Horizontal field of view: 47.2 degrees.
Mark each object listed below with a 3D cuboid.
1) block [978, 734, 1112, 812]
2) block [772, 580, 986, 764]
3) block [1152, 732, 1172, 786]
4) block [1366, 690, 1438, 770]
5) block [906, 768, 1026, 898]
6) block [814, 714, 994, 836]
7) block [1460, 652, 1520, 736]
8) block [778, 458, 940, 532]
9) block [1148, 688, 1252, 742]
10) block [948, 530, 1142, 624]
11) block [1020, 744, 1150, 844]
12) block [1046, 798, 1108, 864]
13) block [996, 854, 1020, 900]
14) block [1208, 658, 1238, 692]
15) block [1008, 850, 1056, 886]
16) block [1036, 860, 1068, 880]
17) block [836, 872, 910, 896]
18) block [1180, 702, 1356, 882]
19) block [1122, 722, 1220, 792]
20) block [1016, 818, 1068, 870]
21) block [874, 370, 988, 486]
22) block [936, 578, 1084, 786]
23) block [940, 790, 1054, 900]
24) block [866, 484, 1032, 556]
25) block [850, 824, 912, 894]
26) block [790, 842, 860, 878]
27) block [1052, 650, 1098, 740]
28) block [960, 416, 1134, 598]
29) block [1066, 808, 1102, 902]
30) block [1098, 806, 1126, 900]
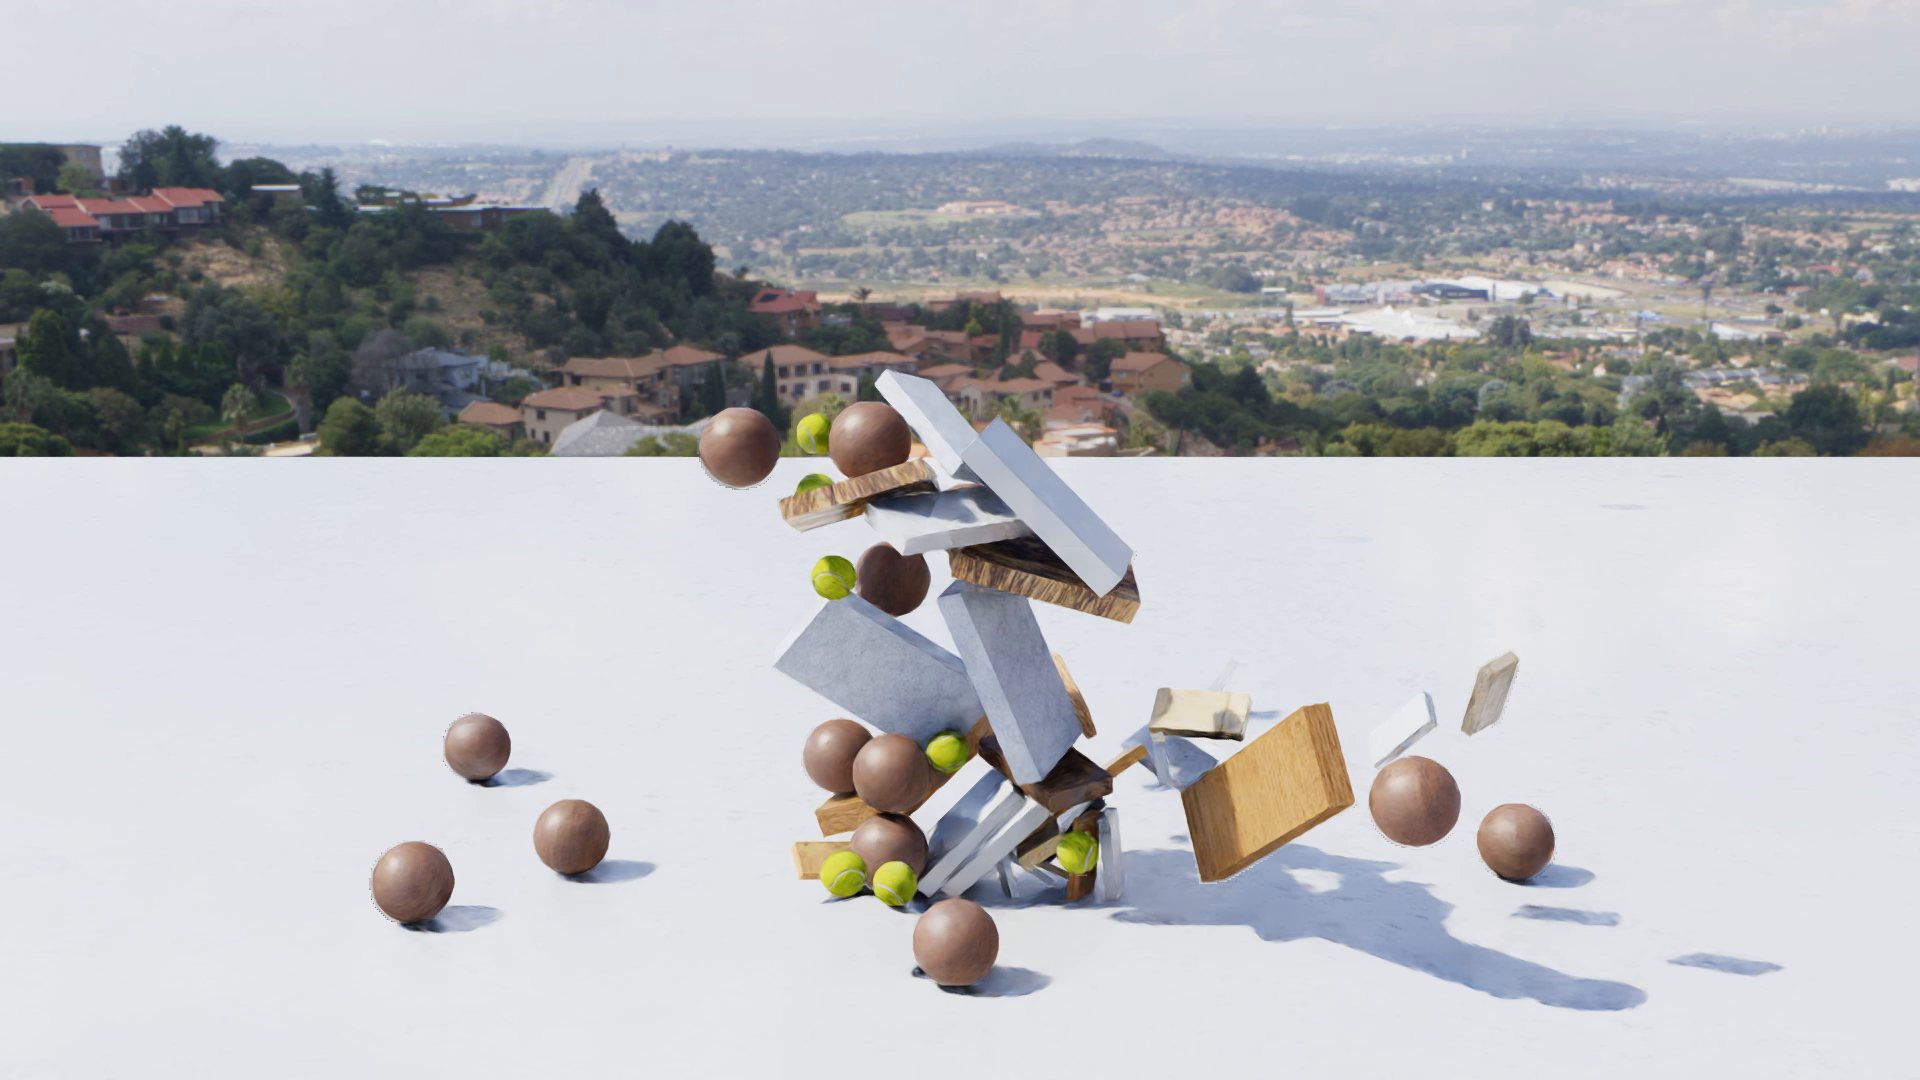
[{"bbox_3d":[0.139,0.371,3.611,0.115,0.033,0.230,-14,25,-26],"label":"block"},{"bbox_3d":[-0.120,0.222,3.631,0.337,0.169,0.048,32,25,-19],"label":"block"},{"bbox_3d":[0.336,0.365,3.665,0.020,0.072,0.144,-9,1,5],"label":"block"},{"bbox_3d":[0.699,0.301,3.478,0.018,0.130,0.065,28,36,-23],"label":"block"},{"bbox_3d":[0.009,0.478,3.646,0.033,0.230,0.115,42,9,-20],"label":"block"},{"bbox_3d":[-0.077,0.401,3.925,0.169,0.048,0.465,-16,9,28],"label":"block"},{"bbox_3d":[0.779,0.227,3.234,0.065,0.130,0.018,-24,49,-29],"label":"block"},{"bbox_3d":[-0.153,-0.068,3.379,0.230,0.033,0.115,-16,-12,6],"label":"block"},{"bbox_3d":[0.409,0.296,3.737,0.162,0.023,0.081,2,52,22],"label":"block"},{"bbox_3d":[0.128,0.033,3.456,0.303,0.043,0.152,15,34,-17],"label":"block"},{"bbox_3d":[0.186,0.439,3.732,0.303,0.020,0.072,-33,-1,-18],"label":"block"},{"bbox_3d":[0.188,0.487,3.716,0.139,0.020,0.069,-45,3,-7],"label":"block"},{"bbox_3d":[0.074,0.547,3.651,0.013,0.091,0.045,-17,15,-16],"label":"block"},{"bbox_3d":[0.558,0.318,4.761,0.018,0.130,0.065,35,-6,13],"label":"block"},{"bbox_3d":[0.119,0.551,3.687,0.091,0.013,0.045,32,-5,8],"label":"block"},{"bbox_3d":[0.157,0.554,3.701,0.091,0.013,0.045,24,-5,-4],"label":"block"},{"bbox_3d":[-0.148,0.577,3.692,0.119,0.017,0.059,-2,11,-9],"label":"block"},{"bbox_3d":[0.466,0.398,3.396,0.043,0.152,0.524,-7,-18,-17],"label":"block"},{"bbox_3d":[0.364,0.374,3.800,0.081,0.023,0.162,-32,42,-25],"label":"block"},{"bbox_3d":[0.134,0.503,3.652,0.081,0.023,0.162,-32,3,1],"label":"block"},{"bbox_3d":[-0.029,-0.176,3.452,0.115,0.033,0.230,10,33,-50],"label":"block"},{"bbox_3d":[0.083,0.204,3.535,0.048,0.338,0.169,-14,16,33],"label":"block"},{"bbox_3d":[0.056,0.483,3.637,0.033,0.230,0.115,42,14,-20],"label":"block"},{"bbox_3d":[-0.016,-0.032,3.367,0.230,0.033,0.115,-9,33,-32],"label":"block"},{"bbox_3d":[-0.132,0.533,3.681,0.059,0.017,0.119,33,44,2],"label":"block"},{"bbox_3d":[-0.220,0.533,3.659,0.119,0.017,0.059,5,49,-35],"label":"block"},{"bbox_3d":[0.187,0.259,3.679,0.020,0.072,0.144,-24,46,-3],"label":"block"},{"bbox_3d":[0.136,-0.053,3.373,0.303,0.043,0.152,45,19,-3],"label":"block"},{"bbox_3d":[0.207,0.522,3.650,0.020,0.139,0.069,12,15,27],"label":"block"},{"bbox_3d":[0.252,0.521,3.657,0.020,0.139,0.069,-4,9,16],"label":"block"}]
